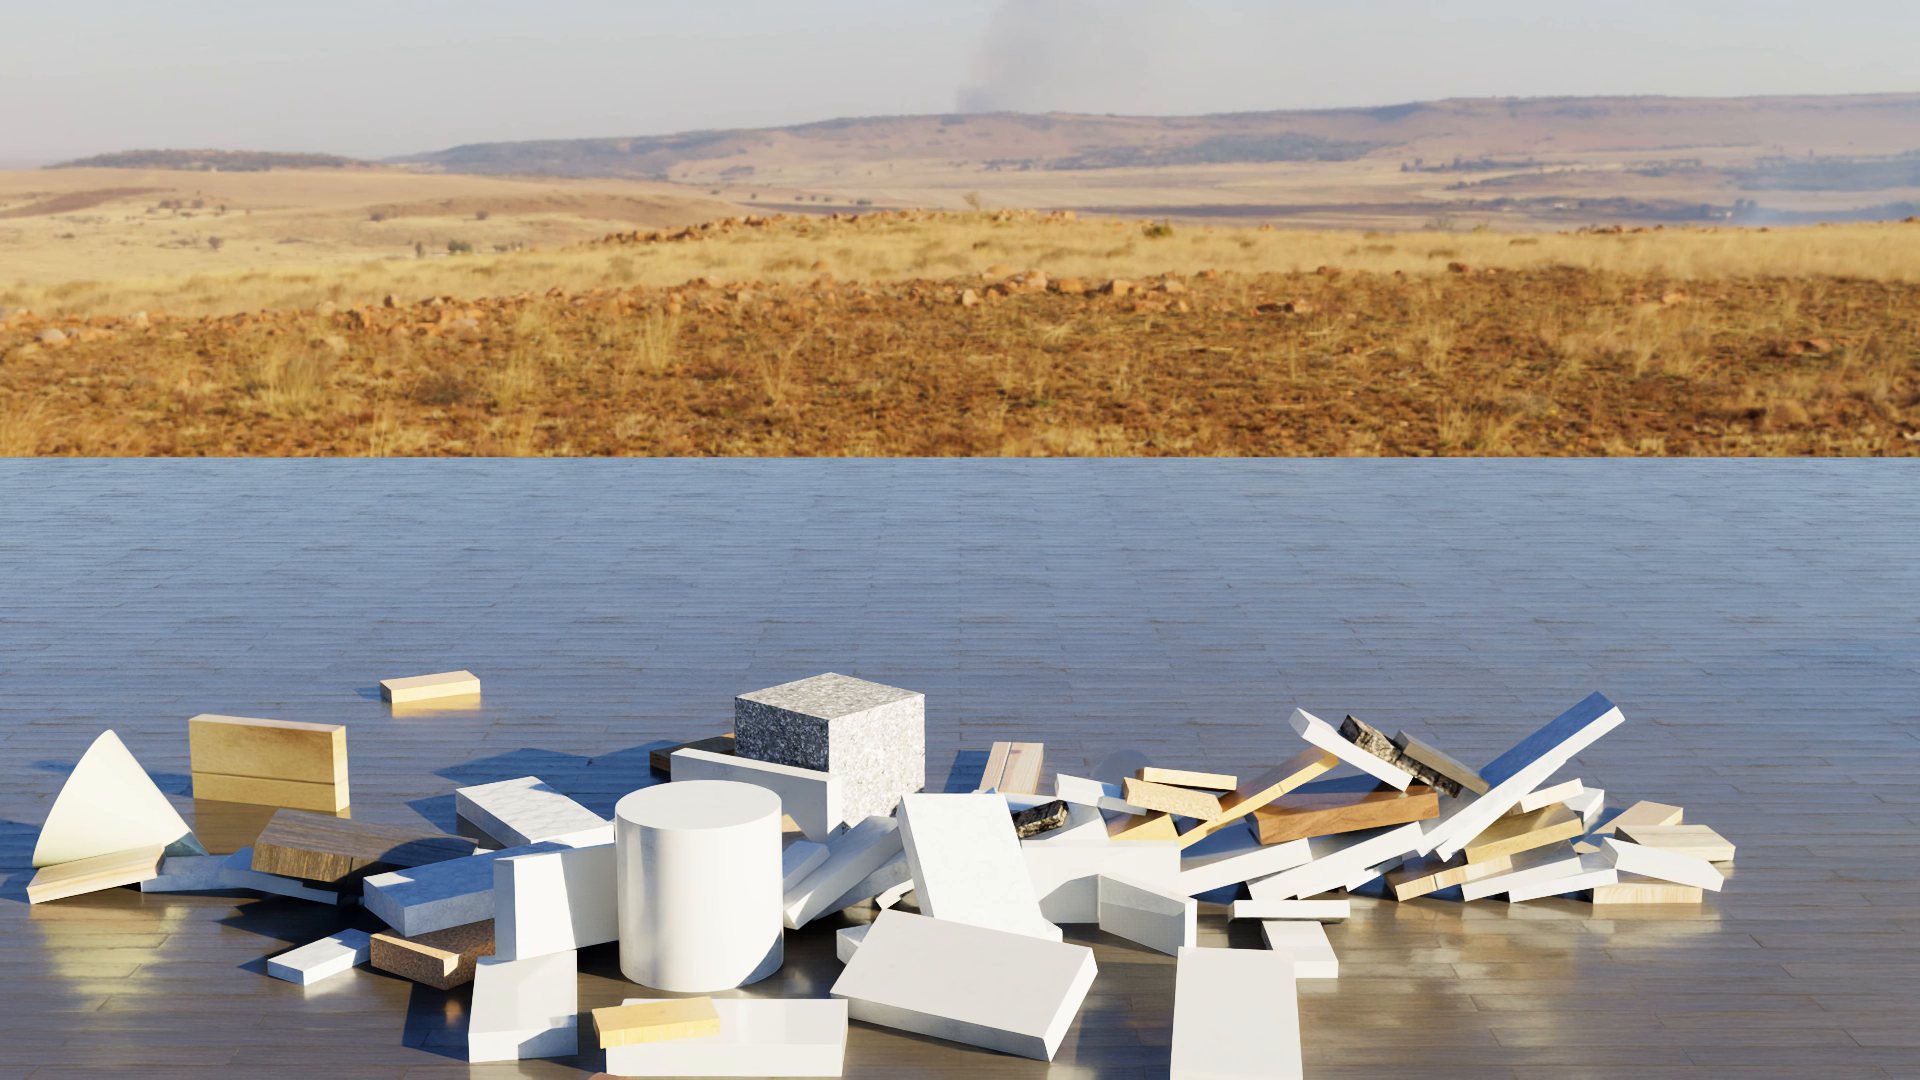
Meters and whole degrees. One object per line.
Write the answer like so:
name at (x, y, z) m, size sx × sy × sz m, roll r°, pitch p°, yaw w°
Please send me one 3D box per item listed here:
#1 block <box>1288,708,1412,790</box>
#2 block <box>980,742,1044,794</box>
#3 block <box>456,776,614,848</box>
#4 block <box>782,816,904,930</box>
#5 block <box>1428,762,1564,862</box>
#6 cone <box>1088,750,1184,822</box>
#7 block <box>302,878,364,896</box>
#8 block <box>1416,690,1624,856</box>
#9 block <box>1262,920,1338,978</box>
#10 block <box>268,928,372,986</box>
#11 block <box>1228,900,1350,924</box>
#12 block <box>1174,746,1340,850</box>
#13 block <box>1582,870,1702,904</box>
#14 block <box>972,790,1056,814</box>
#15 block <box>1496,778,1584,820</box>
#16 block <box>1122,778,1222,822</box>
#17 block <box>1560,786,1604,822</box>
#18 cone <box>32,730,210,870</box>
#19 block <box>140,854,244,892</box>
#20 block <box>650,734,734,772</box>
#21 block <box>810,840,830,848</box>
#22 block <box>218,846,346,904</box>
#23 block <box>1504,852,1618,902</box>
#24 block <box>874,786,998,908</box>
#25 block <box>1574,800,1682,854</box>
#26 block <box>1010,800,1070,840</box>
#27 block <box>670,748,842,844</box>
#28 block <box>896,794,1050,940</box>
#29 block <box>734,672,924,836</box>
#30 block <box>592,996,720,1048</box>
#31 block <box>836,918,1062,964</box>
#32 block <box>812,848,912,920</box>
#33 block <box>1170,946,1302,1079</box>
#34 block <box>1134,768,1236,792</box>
block at (0.645, 0.346, 3.638) m, size 0.198 × 0.028 × 0.099 m, roll 28°, pitch 7°, yaw -9°
block at (0.102, 0.456, 4.311) m, size 0.100 × 0.028 × 0.334 m, roll 1°, pitch 11°, yaw 6°
block at (-0.777, 0.506, 3.999) m, size 0.154 × 0.044 × 0.361 m, roll -7°, pitch 13°, yaw -33°
block at (-0.202, 0.532, 3.537) m, size 0.252 × 0.036 × 0.126 m, roll -35°, pitch 14°, yaw -27°
block at (0.885, 0.437, 3.681) m, size 0.267 × 0.026 × 0.091 m, roll -38°, pitch 10°, yaw -8°
cone at (0.349, 0.499, 3.913) m, size 0.202 × 0.202 × 0.202 m, roll 25°, pitch -6°, yaw -35°
block at (-0.976, 0.559, 3.646) m, size 0.202 × 0.029 × 0.101 m, roll 10°, pitch 11°, yaw -7°
block at (0.914, 0.388, 3.655) m, size 0.399 × 0.028 × 0.099 m, roll -35°, pitch 10°, yaw 5°
block at (0.522, 0.629, 3.391) m, size 0.090 × 0.025 × 0.180 m, roll 0°, pitch 11°, yaw 0°
block at (-0.965, 0.636, 3.360) m, size 0.081 × 0.023 × 0.162 m, roll 7°, pitch 12°, yaw 32°
block at (0.521, 0.591, 3.492) m, size 0.180 × 0.025 × 0.090 m, roll 0°, pitch -16°, yaw 0°
block at (0.442, 0.447, 3.651) m, size 0.398 × 0.021 × 0.074 m, roll -29°, pitch 11°, yaw 1°
block at (1.132, 0.577, 3.667) m, size 0.179 × 0.025 × 0.090 m, roll 0°, pitch 11°, yaw -1°
block at (0.109, 0.500, 4.079) m, size 0.200 × 0.028 × 0.100 m, roll 3°, pitch 11°, yaw 16°
block at (0.972, 0.444, 3.744) m, size 0.182 × 0.026 × 0.091 m, roll -8°, pitch -12°, yaw -42°
block at (0.347, 0.426, 3.612) m, size 0.156 × 0.022 × 0.078 m, roll 12°, pitch 10°, yaw -5°
block at (1.151, 0.494, 4.127) m, size 0.077 × 0.022 × 0.154 m, roll 6°, pitch 12°, yaw 28°
cone at (-1.408, 0.505, 3.803) m, size 0.265 × 0.265 × 0.265 m, roll 26°, pitch 8°, yaw -7°
block at (-1.279, 0.564, 3.733) m, size 0.194 × 0.027 × 0.097 m, roll -1°, pitch 11°, yaw -7°
block at (-0.477, 0.426, 4.478) m, size 0.304 × 0.027 × 0.097 m, roll -9°, pitch 14°, yaw -41°
block at (-0.346, 0.549, 3.771) m, size 0.309 × 0.044 × 0.154 m, roll 6°, pitch 12°, yaw 30°
block at (-1.118, 0.559, 3.666) m, size 0.202 × 0.029 × 0.101 m, roll 10°, pitch 11°, yaw 2°
block at (0.993, 0.561, 3.666) m, size 0.179 × 0.025 × 0.090 m, roll -11°, pitch 10°, yaw 1°
block at (-0.034, 0.508, 3.637) m, size 0.253 × 0.036 × 0.126 m, roll -34°, pitch 10°, yaw 2°
block at (1.195, 0.528, 3.945) m, size 0.077 × 0.022 × 0.361 m, roll 8°, pitch 13°, yaw 36°
block at (0.103, 0.470, 3.630) m, size 0.148 × 0.021 × 0.074 m, roll -20°, pitch 11°, yaw 16°
block at (-0.362, 0.471, 3.886) m, size 0.338 × 0.155 × 0.044 m, roll 6°, pitch 12°, yaw 30°
block at (0.020, 0.530, 3.377) m, size 0.170 × 0.048 × 0.340 m, roll 2°, pitch 39°, yaw -18°
block at (-0.237, 0.402, 4.018) m, size 0.243 × 0.243 × 0.243 m, roll 9°, pitch 14°, yaw 41°
block at (-0.415, 0.657, 3.000) m, size 0.162 × 0.023 × 0.081 m, roll -3°, pitch 11°, yaw -16°
block at (-0.016, 0.621, 3.383) m, size 0.310 × 0.044 × 0.155 m, roll -5°, pitch 12°, yaw -26°
block at (-0.125, 0.527, 3.561) m, size 0.253 × 0.036 × 0.126 m, roll -25°, pitch 12°, yaw 16°
block at (0.385, 0.676, 3.075) m, size 0.170 × 0.048 × 0.446 m, roll 1°, pitch 11°, yaw 7°
block at (0.377, 0.403, 3.687) m, size 0.156 × 0.022 × 0.078 m, roll 6°, pitch -10°, yaw -6°
